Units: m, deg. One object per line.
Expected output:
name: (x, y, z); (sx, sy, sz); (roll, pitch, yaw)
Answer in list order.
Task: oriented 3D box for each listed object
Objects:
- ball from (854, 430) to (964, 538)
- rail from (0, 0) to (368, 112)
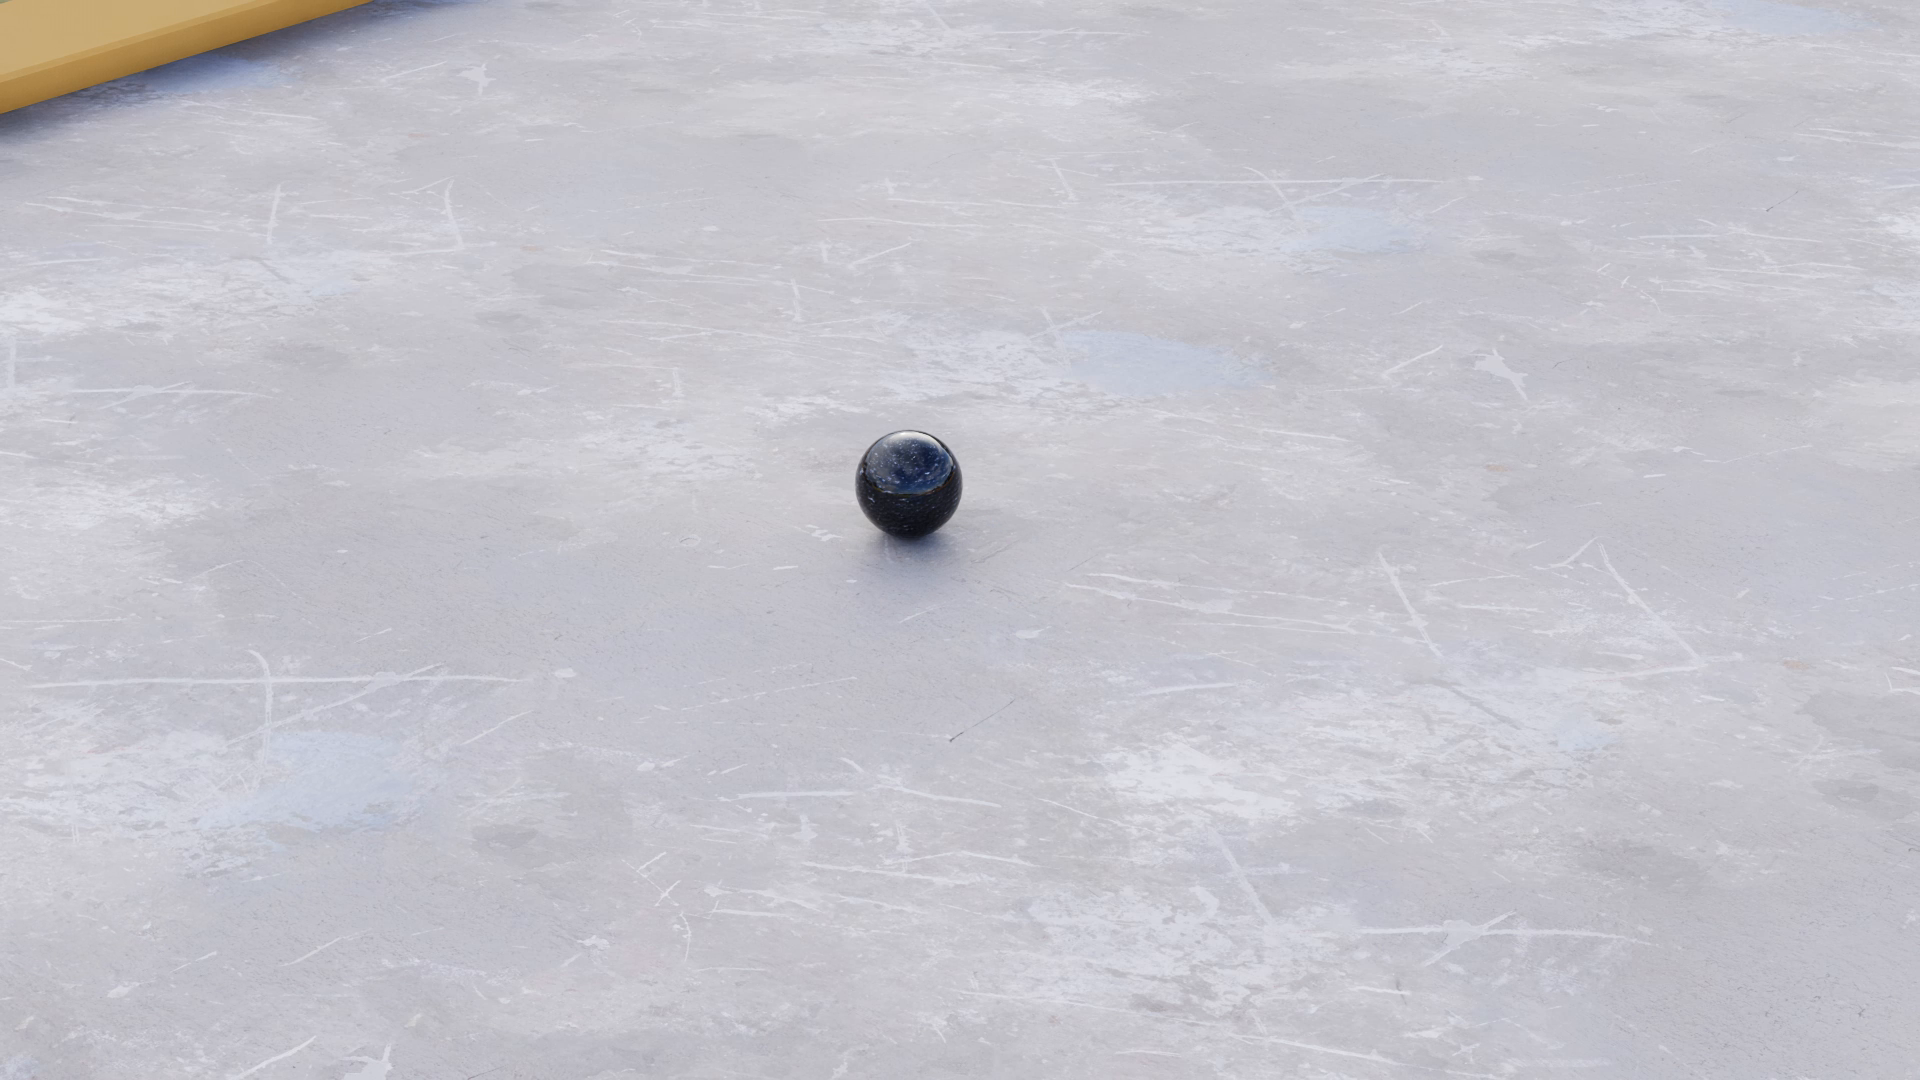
ball: (-0.031, -0.034, 1.758); (0.065, 0.065, 0.065); (0, 27, 0)
rail: (-0.198, -0.727, 3.074); (0.045, 0.089, 4.393); (20, 33, 34)
